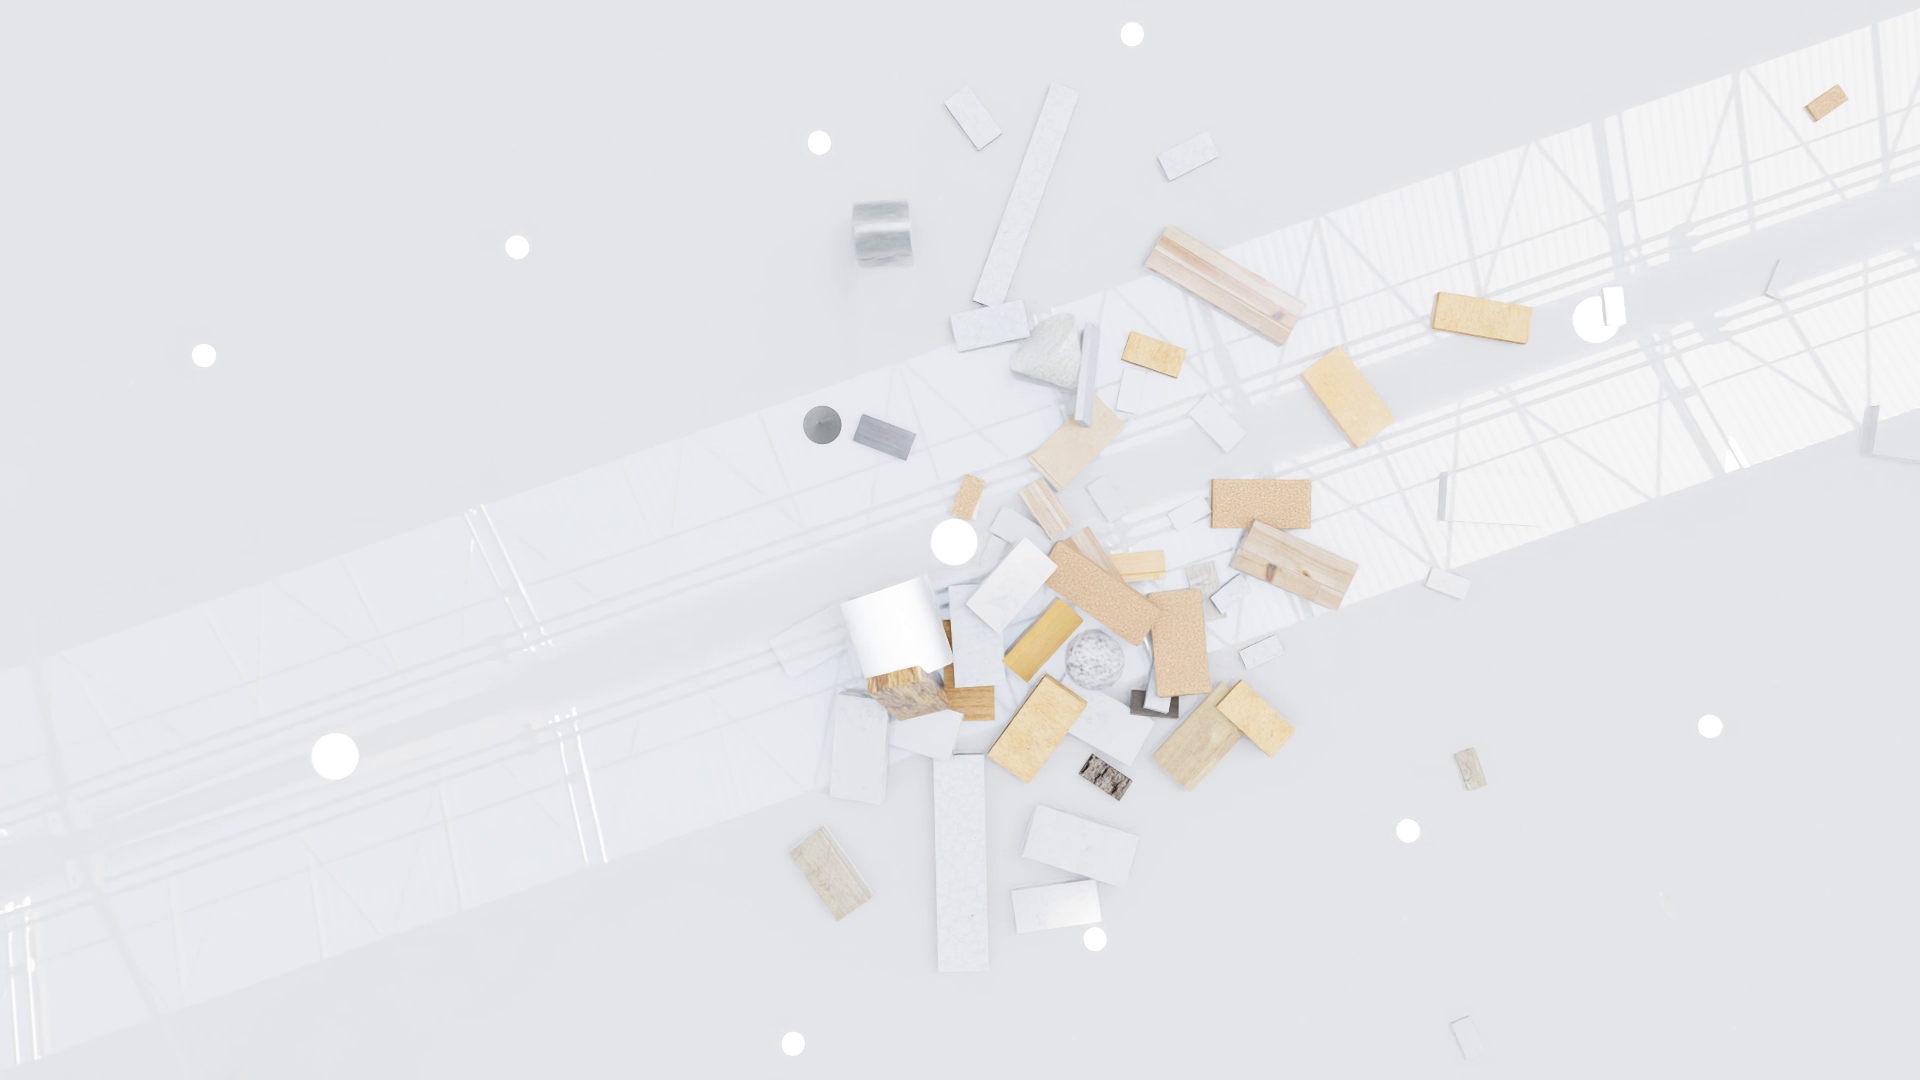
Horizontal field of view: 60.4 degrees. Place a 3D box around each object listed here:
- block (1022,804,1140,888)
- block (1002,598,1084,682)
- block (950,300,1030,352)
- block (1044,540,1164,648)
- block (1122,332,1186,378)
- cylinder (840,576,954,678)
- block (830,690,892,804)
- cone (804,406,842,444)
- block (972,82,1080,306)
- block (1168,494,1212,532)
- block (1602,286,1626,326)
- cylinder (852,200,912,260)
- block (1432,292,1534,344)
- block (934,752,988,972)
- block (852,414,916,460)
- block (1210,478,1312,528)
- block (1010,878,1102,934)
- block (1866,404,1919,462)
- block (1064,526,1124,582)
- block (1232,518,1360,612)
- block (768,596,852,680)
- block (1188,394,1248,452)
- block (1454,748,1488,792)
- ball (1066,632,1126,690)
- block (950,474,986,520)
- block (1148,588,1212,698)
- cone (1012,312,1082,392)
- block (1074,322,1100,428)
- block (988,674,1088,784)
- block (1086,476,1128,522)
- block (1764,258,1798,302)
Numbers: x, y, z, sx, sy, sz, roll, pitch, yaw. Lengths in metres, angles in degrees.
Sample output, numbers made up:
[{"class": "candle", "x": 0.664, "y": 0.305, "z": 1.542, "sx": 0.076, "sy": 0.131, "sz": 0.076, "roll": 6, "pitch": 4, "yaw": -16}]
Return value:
[{"class": "block", "x": 0.398, "y": 1.014, "z": 5.456, "sx": 0.350, "sy": 0.050, "sz": 0.175, "roll": 18, "pitch": 77, "yaw": 0}, {"class": "block", "x": 0.275, "y": 0.331, "z": 5.432, "sx": 0.282, "sy": 0.141, "sz": 0.040, "roll": -48, "pitch": 53, "yaw": 0}, {"class": "block", "x": 0.101, "y": -0.710, "z": 5.463, "sx": 0.245, "sy": 0.035, "sz": 0.122, "roll": -12, "pitch": 96, "yaw": 6}, {"class": "block", "x": 0.459, "y": 0.175, "z": 5.436, "sx": 0.409, "sy": 0.042, "sz": 0.148, "roll": 35, "pitch": 105, "yaw": 7}, {"class": "block", "x": 0.646, "y": -0.617, "z": 5.486, "sx": 0.196, "sy": 0.028, "sz": 0.098, "roll": 19, "pitch": 90, "yaw": 0}, {"class": "cylinder", "x": -0.203, "y": 0.300, "z": 5.352, "sx": 0.294, "sy": 0.294, "sz": 0.294, "roll": -19, "pitch": 90, "yaw": 0}, {"class": "block", "x": -0.326, "y": 0.683, "z": 5.429, "sx": 0.175, "sy": 0.050, "sz": 0.350, "roll": 7, "pitch": 100, "yaw": 12}, {"class": "cone", "x": -0.459, "y": -0.383, "z": 5.435, "sx": 0.130, "sy": 0.130, "sz": 0.130, "roll": 0, "pitch": 90, "yaw": 0}, {"class": "block", "x": 0.220, "y": -1.141, "z": 5.486, "sx": 0.098, "sy": 0.028, "sz": 0.770, "roll": 20, "pitch": 90, "yaw": 0}, {"class": "block", "x": 0.764, "y": -0.090, "z": 5.491, "sx": 0.131, "sy": 0.019, "sz": 0.066, "roll": -29, "pitch": 90, "yaw": 0}, {"class": "block", "x": 2.177, "y": -0.778, "z": 5.491, "sx": 0.063, "sy": 0.018, "sz": 0.125, "roll": -6, "pitch": 90, "yaw": 0}, {"class": "cylinder", "x": -0.253, "y": -1.017, "z": 5.409, "sx": 0.179, "sy": 0.179, "sz": 0.179, "roll": -4, "pitch": 90, "yaw": 0}, {"class": "block", "x": 1.736, "y": -0.738, "z": 5.483, "sx": 0.313, "sy": 0.035, "sz": 0.122, "roll": 10, "pitch": 90, "yaw": 0}, {"class": "block", "x": 0.003, "y": 1.069, "z": 5.476, "sx": 0.167, "sy": 0.047, "sz": 0.715, "roll": -1, "pitch": 90, "yaw": 0}, {"class": "block", "x": -0.251, "y": -0.341, "z": 5.486, "sx": 0.191, "sy": 0.027, "sz": 0.095, "roll": 21, "pitch": 90, "yaw": 0}, {"class": "block", "x": 1.000, "y": -0.120, "z": 5.477, "sx": 0.325, "sy": 0.046, "sz": 0.162, "roll": 0, "pitch": 90, "yaw": 0}, {"class": "block", "x": 0.320, "y": 1.213, "z": 5.480, "sx": 0.282, "sy": 0.040, "sz": 0.141, "roll": -8, "pitch": 90, "yaw": 0}, {"class": "block", "x": 3.289, "y": -0.328, "z": 5.477, "sx": 0.523, "sy": 0.046, "sz": 0.162, "roll": 9, "pitch": 90, "yaw": 0}, {"class": "block", "x": 0.489, "y": 0.141, "z": 5.459, "sx": 0.095, "sy": 0.027, "sz": 0.388, "roll": -32, "pitch": 90, "yaw": 17}, {"class": "block", "x": 1.107, "y": 0.080, "z": 5.450, "sx": 0.377, "sy": 0.048, "sz": 0.171, "roll": 23, "pitch": 99, "yaw": -4}, {"class": "block", "x": -0.469, "y": 0.325, "z": 5.479, "sx": 0.295, "sy": 0.042, "sz": 0.148, "roll": -29, "pitch": 90, "yaw": 0}, {"class": "block", "x": 0.855, "y": -0.388, "z": 5.487, "sx": 0.092, "sy": 0.026, "sz": 0.185, "roll": -45, "pitch": 90, "yaw": 0}, {"class": "block", "x": 1.701, "y": 0.763, "z": 5.491, "sx": 0.066, "sy": 0.019, "sz": 0.131, "roll": -20, "pitch": 90, "yaw": 0}, {"class": "ball", "x": 0.444, "y": 0.397, "z": 5.404, "sx": 0.193, "sy": 0.193, "sz": 0.193, "roll": 0, "pitch": 90, "yaw": 0}, {"class": "block", "x": 0.026, "y": -0.142, "z": 5.474, "sx": 0.071, "sy": 0.020, "sz": 0.142, "roll": 22, "pitch": 90, "yaw": 0}, {"class": "block", "x": 0.723, "y": 0.340, "z": 5.427, "sx": 0.171, "sy": 0.048, "sz": 0.341, "roll": -6, "pitch": 79, "yaw": 11}, {"class": "cone", "x": 0.351, "y": -0.564, "z": 5.442, "sx": 0.261, "sy": 0.261, "sz": 0.261, "roll": -45, "pitch": 117, "yaw": 0}, {"class": "block", "x": 0.420, "y": -0.543, "z": 5.423, "sx": 0.026, "sy": 0.092, "sz": 0.331, "roll": 3, "pitch": 79, "yaw": 22}, {"class": "block", "x": 0.255, "y": 0.622, "z": 5.438, "sx": 0.167, "sy": 0.047, "sz": 0.334, "roll": 35, "pitch": 104, "yaw": 0}, {"class": "block", "x": 0.489, "y": -0.137, "z": 5.490, "sx": 0.071, "sy": 0.020, "sz": 0.142, "roll": -33, "pitch": 90, "yaw": 0}, {"class": "block", "x": 2.733, "y": -0.866, "z": 5.491, "sx": 0.063, "sy": 0.018, "sz": 0.125, "roll": 23, "pitch": 90, "yaw": 0}]
